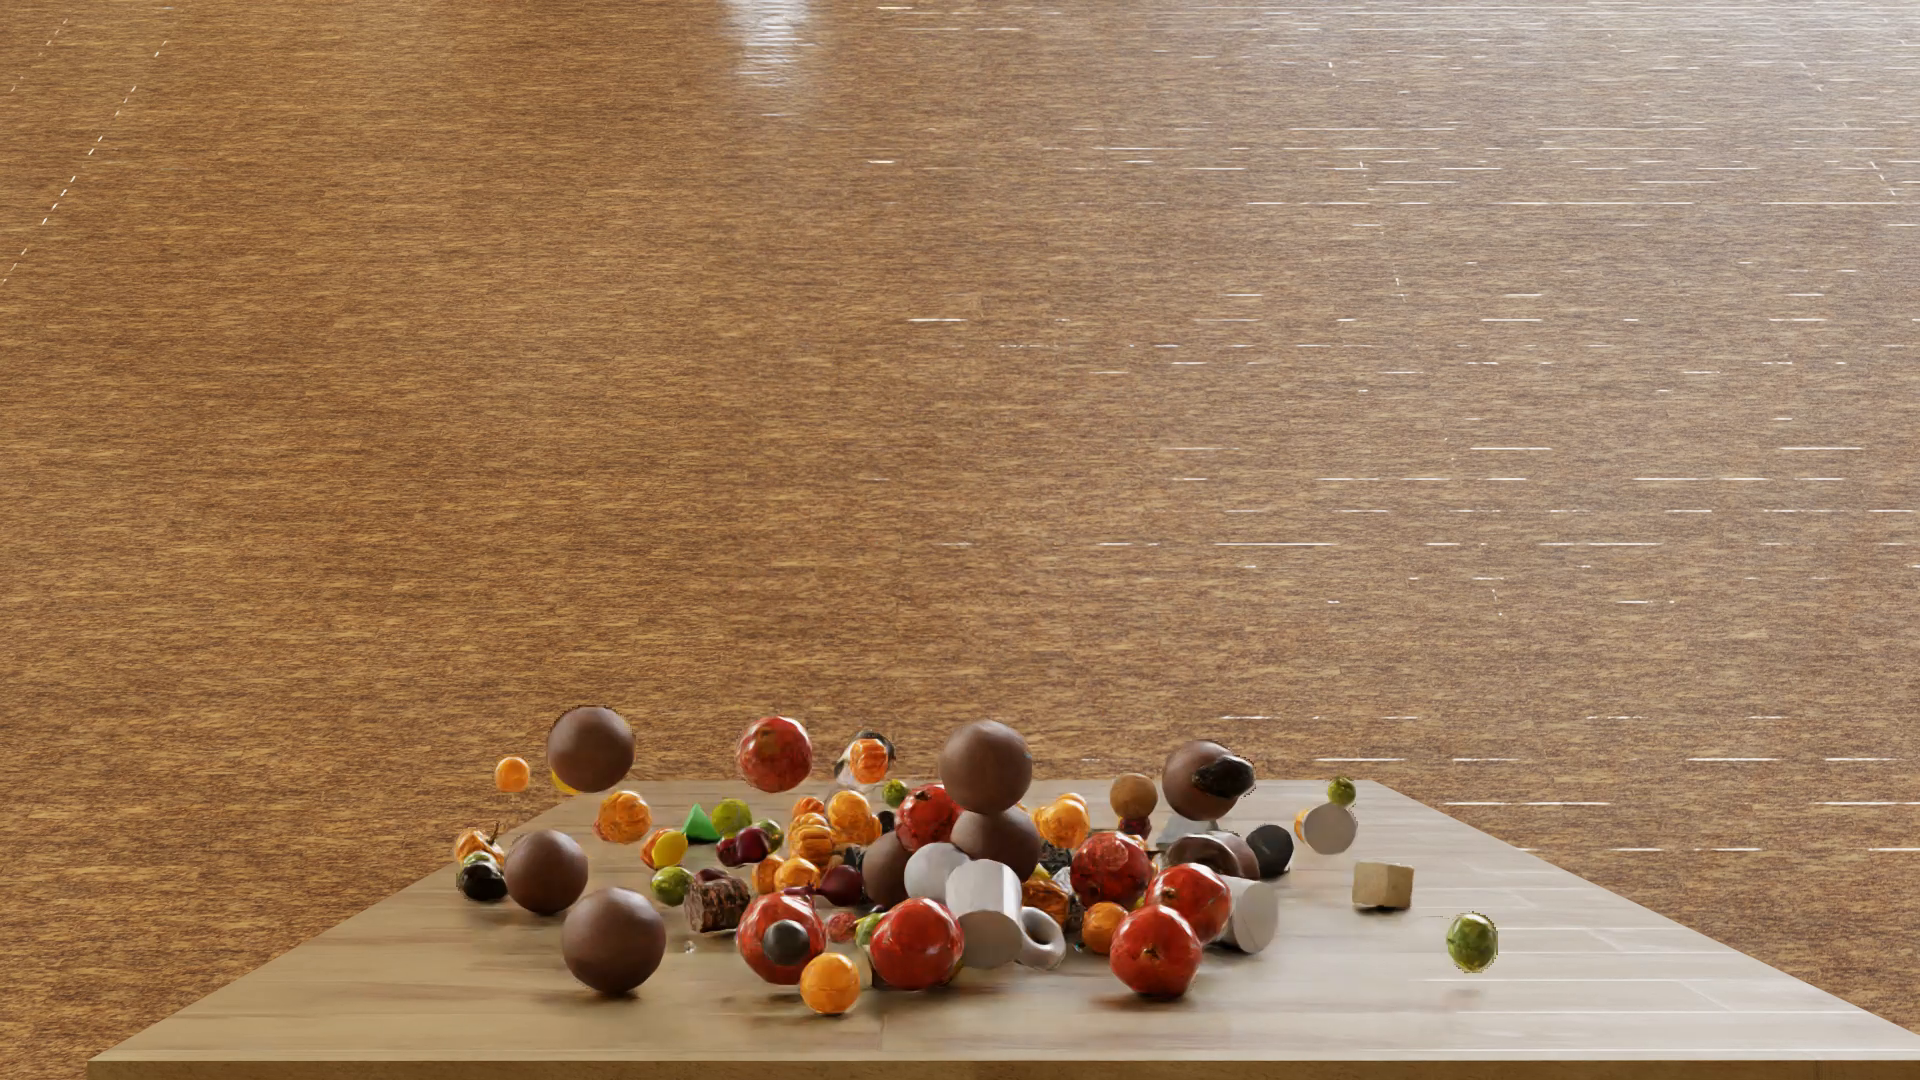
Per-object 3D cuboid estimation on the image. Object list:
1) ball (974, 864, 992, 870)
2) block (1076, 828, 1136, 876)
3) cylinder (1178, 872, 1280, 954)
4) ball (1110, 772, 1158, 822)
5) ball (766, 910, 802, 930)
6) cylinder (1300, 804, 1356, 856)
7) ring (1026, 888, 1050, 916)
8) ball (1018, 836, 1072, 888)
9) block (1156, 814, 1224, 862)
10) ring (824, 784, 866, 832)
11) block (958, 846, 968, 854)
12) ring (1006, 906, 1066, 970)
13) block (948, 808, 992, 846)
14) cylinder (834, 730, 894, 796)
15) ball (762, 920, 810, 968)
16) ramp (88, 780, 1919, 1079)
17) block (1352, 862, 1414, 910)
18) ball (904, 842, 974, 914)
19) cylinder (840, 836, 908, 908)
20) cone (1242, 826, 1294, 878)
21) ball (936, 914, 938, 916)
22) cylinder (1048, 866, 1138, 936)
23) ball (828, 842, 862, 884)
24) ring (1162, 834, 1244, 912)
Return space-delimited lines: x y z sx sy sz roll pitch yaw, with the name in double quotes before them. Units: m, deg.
"ball" 0.034 0.508 3.770 0.075 0.075 0.075 0 33 0
"block" 0.254 0.545 4.523 0.077 0.077 0.077 0 -1 -21
"cylinder" 0.371 0.515 3.585 0.099 0.099 0.099 4 27 45
"ball" 0.259 0.383 3.869 0.072 0.072 0.072 0 33 0
"ball" -0.247 0.544 3.639 0.050 0.050 0.050 0 33 0
"cylinder" 0.614 0.483 4.327 0.086 0.086 0.086 3 -5 4
"ring" 0.098 0.549 3.879 0.144 0.048 0.144 -2 -1 0
"ball" 0.140 0.535 4.277 0.091 0.091 0.091 0 33 0
"block" 0.394 0.524 4.425 0.079 0.079 0.079 -1 31 31
"ring" -0.195 0.455 4.401 0.084 0.084 0.028 30 3 38
"block" -0.015 0.542 4.262 0.057 0.057 0.057 -6 14 3
"ring" 0.097 0.523 3.408 0.096 0.032 0.096 24 34 -18
"block" 0.019 0.555 5.027 0.071 0.071 0.071 0 -6 13
"cylinder" -0.194 0.451 5.255 0.094 0.094 0.094 13 44 20
"ball" -0.207 0.479 3.083 0.056 0.056 0.056 0 33 0
"ramp" 0.073 0.639 4.751 2.000 0.100 4.000 0 -1 0
"block" 0.659 0.538 4.042 0.064 0.064 0.064 14 -10 -41
"ball" -0.028 0.462 3.543 0.099 0.099 0.099 0 33 0
"cylinder" -0.129 0.531 4.105 0.092 0.092 0.092 -24 38 -12
"cone" 0.556 0.562 4.530 0.098 0.098 0.098 -17 54 24
"ball" -0.003 0.526 3.840 0.087 0.087 0.087 0 33 0
"cylinder" 0.192 0.524 3.764 0.094 0.094 0.094 -1 25 41
"ball" -0.190 0.548 4.399 0.069 0.069 0.069 0 33 0
"ring" 0.361 0.505 3.857 0.141 0.047 0.141 14 61 -27
